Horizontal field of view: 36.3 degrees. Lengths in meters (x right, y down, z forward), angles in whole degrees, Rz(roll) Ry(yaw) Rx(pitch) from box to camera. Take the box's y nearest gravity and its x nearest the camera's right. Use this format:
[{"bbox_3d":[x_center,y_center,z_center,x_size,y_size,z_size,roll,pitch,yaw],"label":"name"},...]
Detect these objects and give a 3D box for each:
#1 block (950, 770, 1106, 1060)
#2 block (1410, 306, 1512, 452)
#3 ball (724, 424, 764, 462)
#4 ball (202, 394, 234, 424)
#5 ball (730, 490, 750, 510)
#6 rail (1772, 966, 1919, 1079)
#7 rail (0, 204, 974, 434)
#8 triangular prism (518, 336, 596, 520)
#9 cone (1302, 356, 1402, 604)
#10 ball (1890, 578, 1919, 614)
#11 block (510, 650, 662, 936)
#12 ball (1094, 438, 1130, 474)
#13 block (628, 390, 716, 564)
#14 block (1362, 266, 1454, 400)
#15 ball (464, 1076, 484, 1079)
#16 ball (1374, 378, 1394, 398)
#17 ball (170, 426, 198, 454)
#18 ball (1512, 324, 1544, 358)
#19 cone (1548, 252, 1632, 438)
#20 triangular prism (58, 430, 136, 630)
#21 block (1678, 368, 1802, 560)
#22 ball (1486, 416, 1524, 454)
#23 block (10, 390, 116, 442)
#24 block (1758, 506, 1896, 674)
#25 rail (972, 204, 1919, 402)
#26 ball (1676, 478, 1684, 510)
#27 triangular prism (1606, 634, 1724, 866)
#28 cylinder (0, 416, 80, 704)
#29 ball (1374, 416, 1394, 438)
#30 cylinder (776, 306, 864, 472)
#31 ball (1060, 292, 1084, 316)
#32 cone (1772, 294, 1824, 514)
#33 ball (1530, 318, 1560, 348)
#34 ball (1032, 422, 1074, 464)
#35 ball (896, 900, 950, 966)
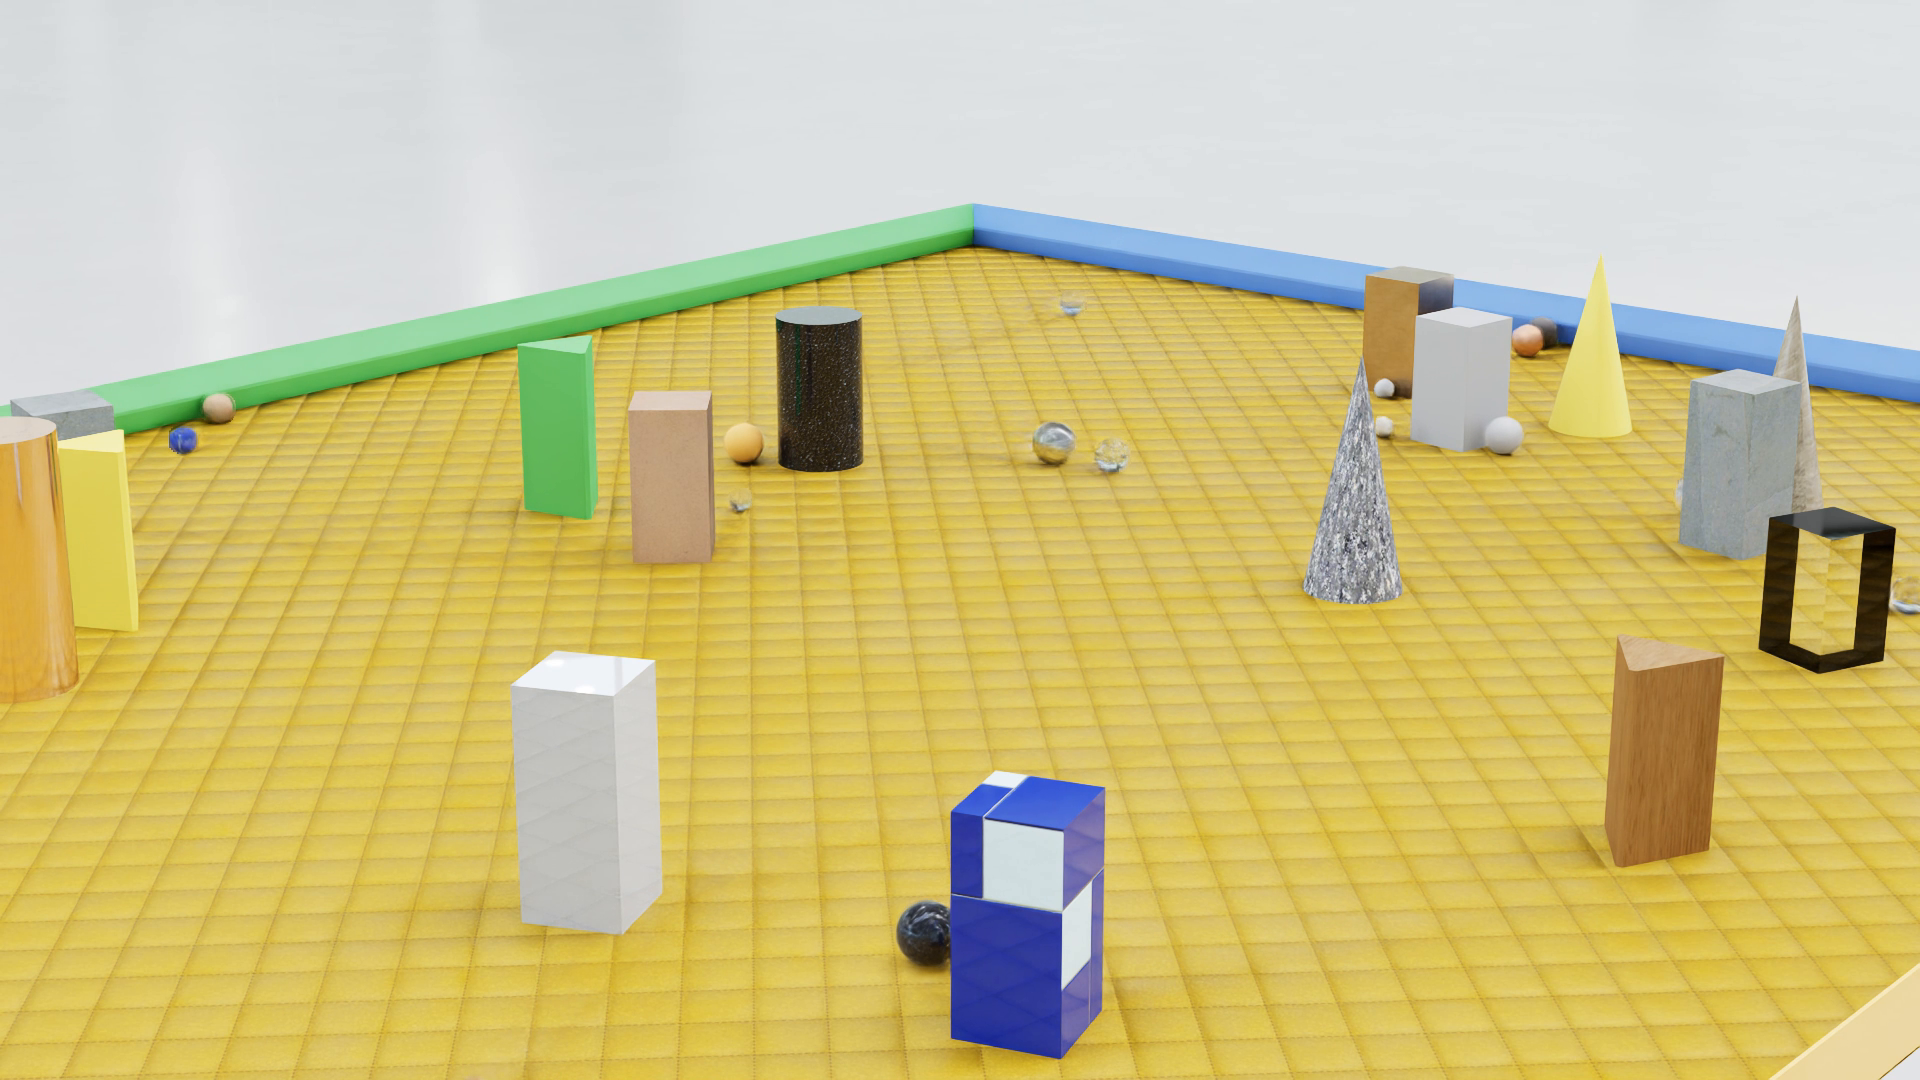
[{"bbox_3d":[0.080,0.441,3.465,0.140,0.289,0.140,7,18,22],"label":"block"},{"bbox_3d":[1.035,-0.333,6.058,0.140,0.262,0.140,-14,22,-39],"label":"block"},{"bbox_3d":[-0.435,-0.196,5.921,0.080,0.080,0.080,0,17,0],"label":"ball"},{"bbox_3d":[-1.576,-0.280,6.226,0.063,0.063,0.063,0,17,0],"label":"ball"},{"bbox_3d":[-0.419,-0.076,5.593,0.040,0.040,0.040,0,17,0],"label":"ball"},{"bbox_3d":[1.500,0.407,3.876,0.045,0.113,4.737,14,22,39],"label":"rail"},{"bbox_3d":[-1.500,-0.350,6.369,0.045,0.113,4.737,14,22,39],"label":"rail"},{"bbox_3d":[-0.736,-0.220,5.584,0.151,0.322,0.131,9,19,27],"label":"triangular prism"},{"bbox_3d":[0.687,-0.118,5.072,0.174,0.424,0.174,0,17,0],"label":"cone"},{"bbox_3d":[1.616,0.095,4.990,0.064,0.064,0.064,0,17,0],"label":"ball"},{"bbox_3d":[-0.480,0.325,3.785,0.140,0.325,0.140,5,18,15],"label":"block"},{"bbox_3d":[0.303,-0.168,5.848,0.070,0.070,0.070,0,17,0],"label":"ball"},{"bbox_3d":[-0.520,-0.115,5.303,0.140,0.284,0.140,0,17,-1],"label":"block"},{"bbox_3d":[0.990,-0.460,6.484,0.140,0.258,0.140,15,22,40],"label":"block"},{"bbox_3d":[-0.547,0.623,3.291,0.041,0.041,0.041,0,17,0],"label":"ball"},{"bbox_3d":[0.932,-0.332,6.433,0.043,0.043,0.043,0,17,0],"label":"ball"},{"bbox_3d":[-1.586,-0.204,5.992,0.055,0.055,0.055,0,17,0],"label":"ball"},{"bbox_3d":[1.315,-0.462,6.803,0.076,0.076,0.076,0,17,0],"label":"ball"},{"bbox_3d":[1.333,-0.420,6.147,0.174,0.377,0.174,0,17,0],"label":"cone"},{"bbox_3d":[-1.437,-0.020,4.946,0.151,0.310,0.131,5,17,15],"label":"triangular prism"},{"bbox_3d":[1.420,-0.139,5.339,0.140,0.309,0.140,-13,21,-37],"label":"block"},{"bbox_3d":[1.112,-0.214,5.986,0.077,0.077,0.077,0,17,0],"label":"ball"},{"bbox_3d":[-1.575,-0.092,5.183,0.140,0.311,0.140,-11,20,-31],"label":"block"},{"bbox_3d":[1.407,0.080,4.762,0.140,0.226,0.140,-9,19,-26],"label":"block"},{"bbox_3d":[1.537,-0.486,6.816,4.021,0.113,0.045,14,22,39],"label":"rail"},{"bbox_3d":[1.397,-0.085,5.543,0.087,0.087,0.087,0,17,0],"label":"ball"},{"bbox_3d":[0.931,0.281,4.005,0.151,0.281,0.131,-7,18,-23],"label":"triangular prism"},{"bbox_3d":[-1.489,0.030,4.597,0.174,0.417,0.174,0,17,0],"label":"cylinder"},{"bbox_3d":[0.884,-0.236,6.116,0.043,0.043,0.043,0,17,0],"label":"ball"},{"bbox_3d":[-0.282,-0.305,5.899,0.174,0.301,0.174,0,17,0],"label":"cylinder"},{"bbox_3d":[0.277,-0.583,7.228,0.060,0.060,0.060,0,17,0],"label":"ball"},{"bbox_3d":[1.548,-0.248,5.483,0.174,0.435,0.174,0,17,0],"label":"cone"},{"bbox_3d":[1.371,-0.487,6.891,0.073,0.073,0.073,0,17,0],"label":"ball"},{"bbox_3d":[0.188,-0.196,5.910,0.087,0.087,0.087,0,17,0],"label":"ball"},{"bbox_3d":[-0.040,0.491,3.657,0.082,0.082,0.082,0,17,0],"label":"ball"}]
